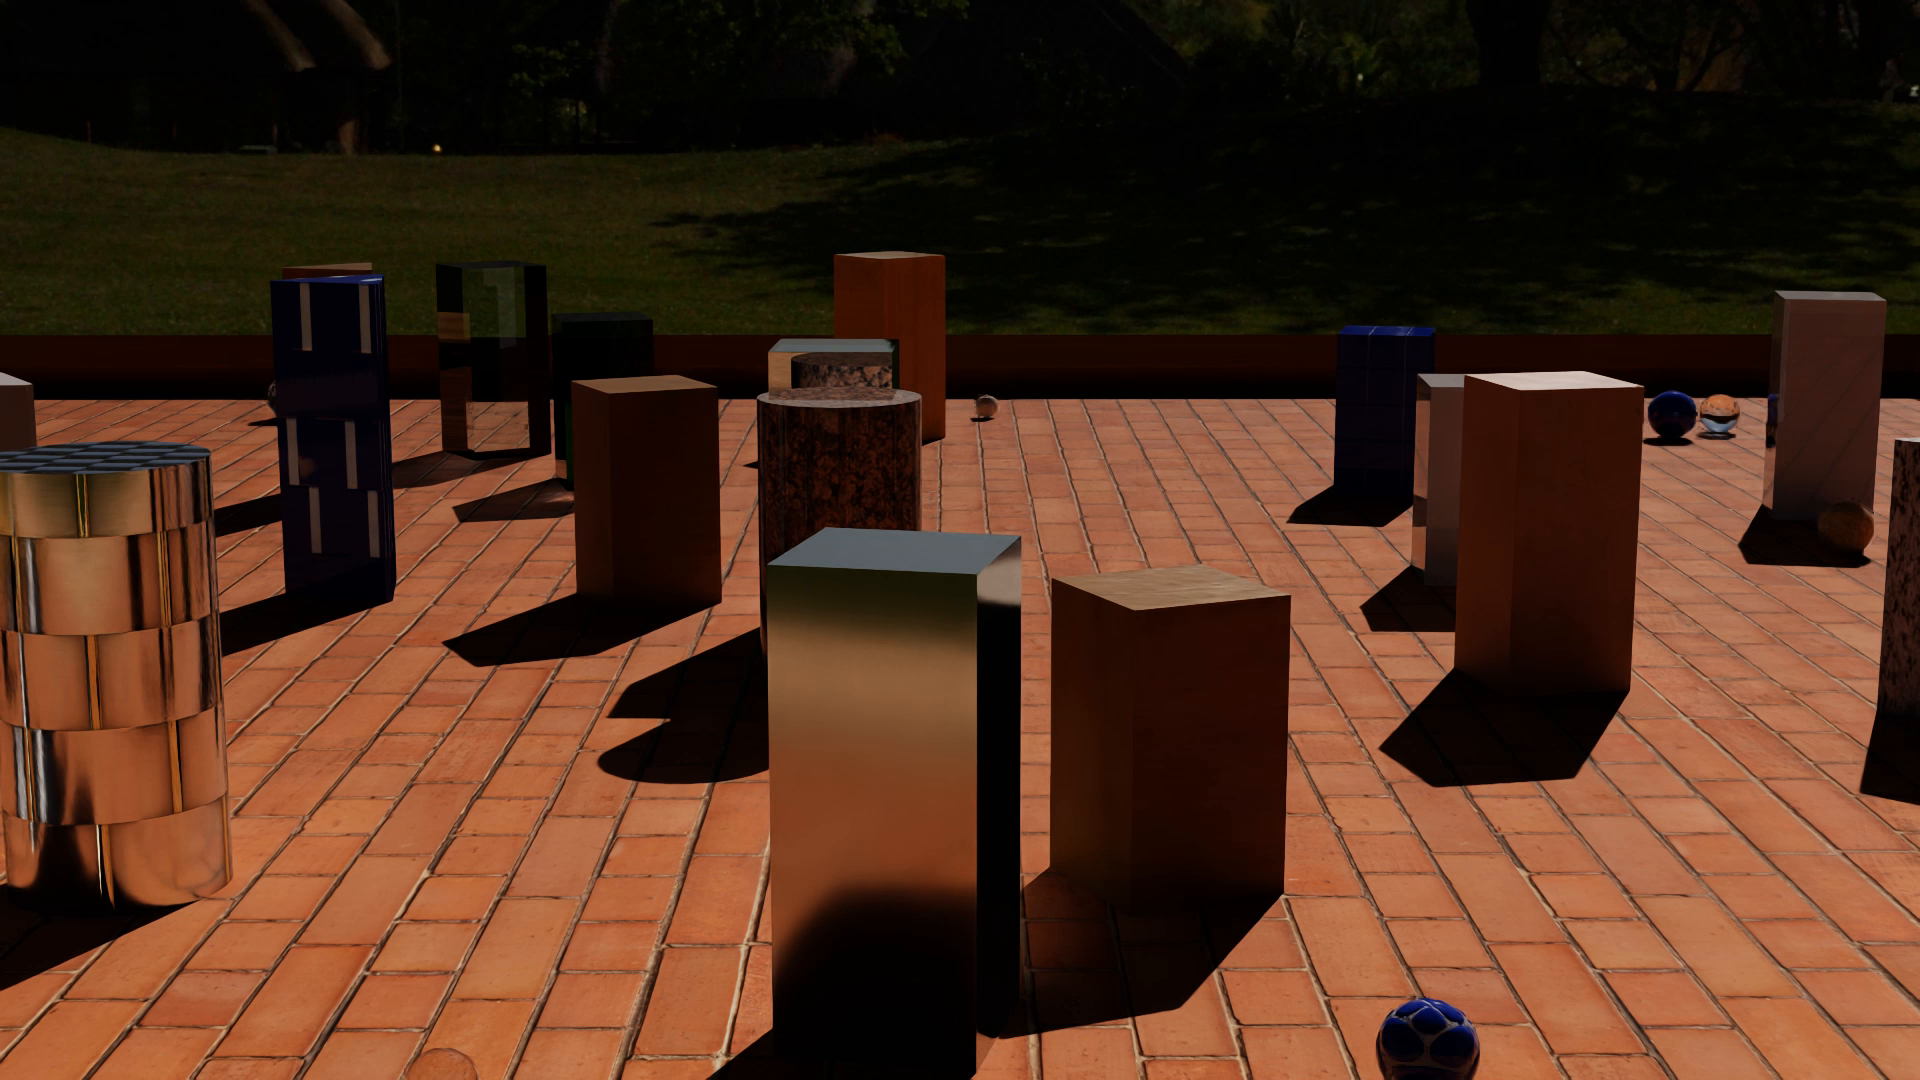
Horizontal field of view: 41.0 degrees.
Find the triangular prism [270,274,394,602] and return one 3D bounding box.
[{"bbox_3d":[-0.837,-0.147,3.573,0.168,0.435,0.145,4,11,19],"label":"triangular prism"}]

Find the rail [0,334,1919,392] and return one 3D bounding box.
[{"bbox_3d":[-0.013,-0.393,5.740,4.369,0.126,0.045,0,11,0],"label":"rail"}]

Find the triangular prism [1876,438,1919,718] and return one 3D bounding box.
[{"bbox_3d":[1.155,0.043,2.888,0.145,0.313,0.168,-10,15,-44],"label":"triangular prism"}]

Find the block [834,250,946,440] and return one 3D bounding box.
[{"bbox_3d":[-0.138,-0.379,5.035,0.155,0.359,0.155,-9,14,-39],"label":"block"}]

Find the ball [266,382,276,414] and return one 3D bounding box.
[{"bbox_3d":[-1.390,-0.296,5.317,0.093,0.093,0.093,0,11,0],"label":"ball"}]

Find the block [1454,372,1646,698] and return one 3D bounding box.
[{"bbox_3d":[0.696,-0.011,3.046,0.155,0.360,0.155,-2,11,-12],"label":"block"}]

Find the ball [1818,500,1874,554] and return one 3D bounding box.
[{"bbox_3d":[1.330,-0.019,3.852,0.081,0.081,0.081,0,11,0],"label":"ball"}]

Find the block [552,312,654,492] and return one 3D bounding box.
[{"bbox_3d":[-0.625,-0.245,4.495,0.155,0.292,0.155,-3,11,-16],"label":"block"}]

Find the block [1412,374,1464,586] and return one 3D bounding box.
[{"bbox_3d":[0.738,-0.088,3.673,0.155,0.283,0.155,1,11,3],"label":"block"}]

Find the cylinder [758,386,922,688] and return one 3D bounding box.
[{"bbox_3d":[-0.142,-0.001,3.045,0.194,0.341,0.194,0,11,0],"label":"cylinder"}]

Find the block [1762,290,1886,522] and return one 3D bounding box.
[{"bbox_3d":[1.405,-0.220,4.179,0.155,0.357,0.155,2,11,11],"label":"block"}]

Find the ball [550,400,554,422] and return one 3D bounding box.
[{"bbox_3d":[-0.851,-0.262,5.234,0.055,0.055,0.055,0,11,0],"label":"ball"}]

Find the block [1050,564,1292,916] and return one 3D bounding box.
[{"bbox_3d":[0.185,0.174,2.296,0.155,0.271,0.155,-5,12,-24],"label":"block"}]

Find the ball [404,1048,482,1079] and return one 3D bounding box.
[{"bbox_3d":[-0.360,0.380,1.782,0.054,0.054,0.054,0,11,0],"label":"ball"}]

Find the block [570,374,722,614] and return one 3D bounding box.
[{"bbox_3d":[-0.430,-0.066,3.518,0.155,0.297,0.155,-5,12,-27],"label":"block"}]

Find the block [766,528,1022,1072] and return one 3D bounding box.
[{"bbox_3d":[-0.046,0.190,1.933,0.155,0.372,0.155,2,11,13],"label":"block"}]

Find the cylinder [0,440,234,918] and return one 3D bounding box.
[{"bbox_3d":[-0.755,0.118,2.276,0.194,0.388,0.194,0,11,0],"label":"cylinder"}]

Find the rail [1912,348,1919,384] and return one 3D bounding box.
[{"bbox_3d":[2.161,0.030,3.461,0.045,0.126,4.708,0,11,0],"label":"rail"}]

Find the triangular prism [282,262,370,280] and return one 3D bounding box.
[{"bbox_3d":[-1.053,-0.283,4.445,0.168,0.384,0.145,3,11,16],"label":"triangular prism"}]

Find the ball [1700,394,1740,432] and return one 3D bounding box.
[{"bbox_3d":[1.516,-0.253,5.121,0.078,0.078,0.078,0,11,0],"label":"ball"}]

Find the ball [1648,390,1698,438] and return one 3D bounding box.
[{"bbox_3d":[1.401,-0.247,5.045,0.094,0.094,0.094,0,11,0],"label":"ball"}]

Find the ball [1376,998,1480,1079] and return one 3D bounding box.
[{"bbox_3d":[0.332,0.362,1.821,0.073,0.073,0.073,0,11,0],"label":"ball"}]

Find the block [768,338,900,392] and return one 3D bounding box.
[{"bbox_3d":[-0.160,-0.067,3.317,0.155,0.371,0.155,0,11,2],"label":"block"}]

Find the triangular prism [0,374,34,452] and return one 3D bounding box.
[{"bbox_3d":[-1.117,0.001,2.934,0.168,0.377,0.145,-1,11,-4],"label":"triangular prism"}]

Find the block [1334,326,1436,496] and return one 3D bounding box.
[{"bbox_3d":[0.734,-0.225,4.435,0.155,0.274,0.155,3,11,13],"label":"block"}]

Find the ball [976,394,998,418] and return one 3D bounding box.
[{"bbox_3d":[0.056,-0.278,5.343,0.048,0.048,0.048,0,11,0],"label":"ball"}]

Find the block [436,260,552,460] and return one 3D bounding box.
[{"bbox_3d":[-0.880,-0.341,4.840,0.155,0.355,0.155,-7,13,-33],"label":"block"}]
